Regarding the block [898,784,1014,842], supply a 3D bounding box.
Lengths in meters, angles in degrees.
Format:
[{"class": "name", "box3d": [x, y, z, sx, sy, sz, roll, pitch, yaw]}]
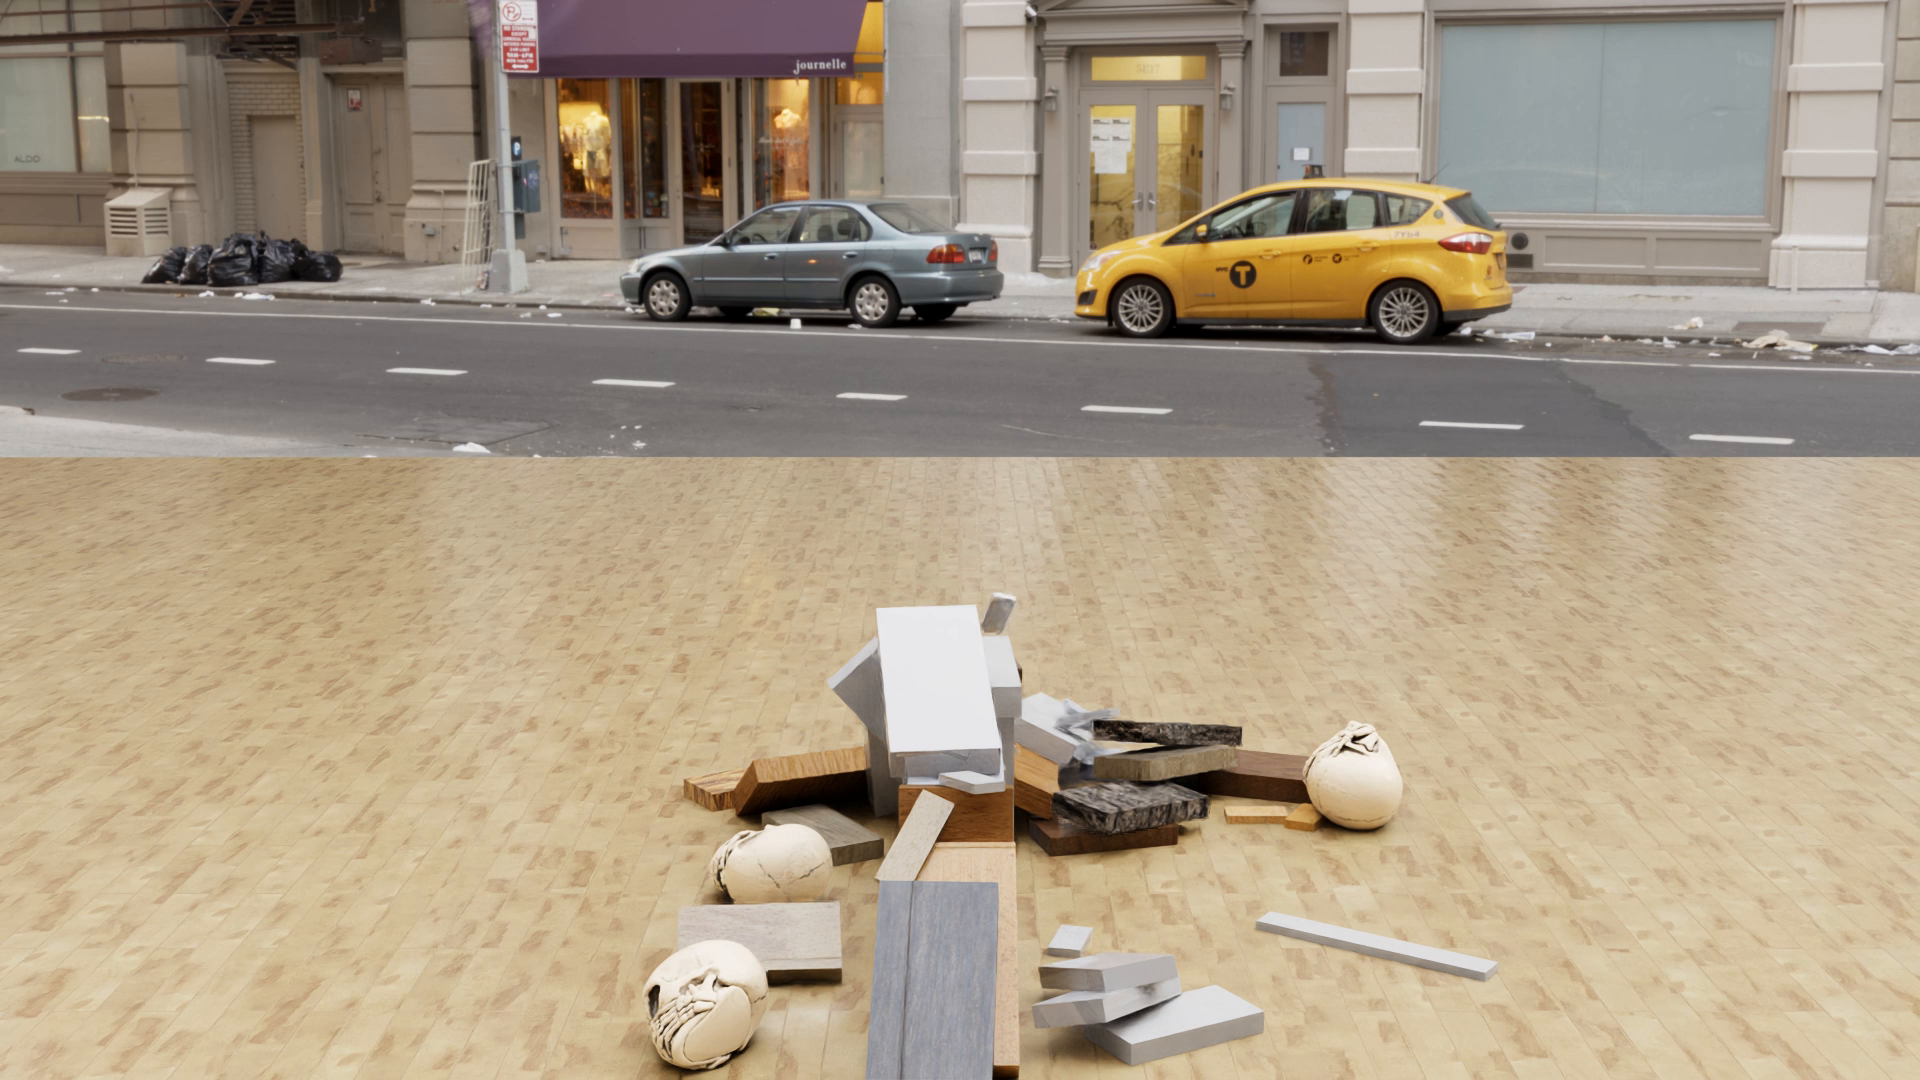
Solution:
[{"class": "block", "box3d": [-0.006, 0.518, 3.159, 0.163, 0.326, 0.046, 0, 0, 0]}]

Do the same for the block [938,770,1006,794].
[{"class": "block", "box3d": [0.017, 0.347, 3.146, 0.050, 0.014, 0.101, -2, 4, -30]}]

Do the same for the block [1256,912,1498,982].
[{"class": "block", "box3d": [0.643, 0.630, 3.416, 0.384, 0.015, 0.052, 7, 13, 35]}]

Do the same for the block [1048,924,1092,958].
[{"class": "block", "box3d": [0.173, 0.627, 3.432, 0.050, 0.014, 0.101, 3, 11, 14]}]

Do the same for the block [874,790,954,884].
[{"class": "block", "box3d": [-0.063, 0.425, 3.088, 0.050, 0.014, 0.152, 24, 59, 10]}]

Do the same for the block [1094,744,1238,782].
[{"class": "block", "box3d": [0.389, 0.418, 4.148, 0.134, 0.038, 0.268, -1, 1, 43]}]

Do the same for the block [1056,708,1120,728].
[{"class": "block", "box3d": [0.248, 0.344, 4.256, 0.113, 0.016, 0.056, -13, -12, 20]}]

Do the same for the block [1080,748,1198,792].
[{"class": "block", "box3d": [0.367, 0.451, 4.326, 0.238, 0.034, 0.119, 4, 11, 20]}]

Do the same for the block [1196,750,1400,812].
[{"class": "block", "box3d": [0.652, 0.461, 4.238, 0.357, 0.046, 0.164, 4, 11, 20]}]

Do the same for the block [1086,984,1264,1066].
[{"class": "block", "box3d": [0.302, 0.681, 3.092, 0.227, 0.032, 0.113, -6, 12, -30]}]

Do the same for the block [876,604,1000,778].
[{"class": "block", "box3d": [-0.038, 0.226, 3.386, 0.162, 0.046, 0.401, -2, 30, -5]}]

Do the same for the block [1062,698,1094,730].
[{"class": "block", "box3d": [0.256, 0.356, 4.372, 0.112, 0.016, 0.056, 32, 10, -12]}]

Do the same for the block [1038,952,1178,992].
[{"class": "block", "box3d": [0.210, 0.620, 3.155, 0.113, 0.032, 0.227, -7, -7, -22]}]

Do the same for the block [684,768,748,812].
[{"class": "block", "box3d": [-0.394, 0.470, 4.221, 0.242, 0.034, 0.121, -7, 13, -33]}]

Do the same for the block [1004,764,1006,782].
[{"class": "block", "box3d": [0.001, 0.492, 3.423, 0.140, 0.281, 0.040, 0, 6, -2]}]

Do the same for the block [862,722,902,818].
[{"class": "block", "box3d": [-0.090, 0.372, 3.984, 0.162, 0.323, 0.046, -14, 49, -11]}]

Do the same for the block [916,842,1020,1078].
[{"class": "block", "box3d": [-0.003, 0.574, 3.027, 0.163, 0.326, 0.046, 0, -34, 0]}]

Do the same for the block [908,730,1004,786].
[{"class": "block", "box3d": [-0.006, 0.347, 3.325, 0.140, 0.040, 0.281, 0, 11, 0]}]

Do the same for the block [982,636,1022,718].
[{"class": "block", "box3d": [0.003, 0.222, 3.604, 0.175, 0.049, 0.349, 0, 11, -2]}]

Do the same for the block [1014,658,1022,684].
[{"class": "block", "box3d": [0.036, 0.280, 4.893, 0.164, 0.046, 0.328, 0, 7, -6]}]

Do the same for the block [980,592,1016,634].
[{"class": "block", "box3d": [0.075, 0.147, 4.408, 0.046, 0.093, 0.013, 11, 36, -15]}]

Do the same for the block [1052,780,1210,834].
[{"class": "block", "box3d": [0.308, 0.476, 3.952, 0.268, 0.038, 0.134, -2, 13, -42]}]

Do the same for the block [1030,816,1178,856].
[{"class": "block", "box3d": [0.257, 0.522, 3.941, 0.238, 0.034, 0.119, -3, 11, -16]}]

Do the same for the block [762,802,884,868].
[{"class": "block", "box3d": [-0.247, 0.526, 3.922, 0.121, 0.034, 0.242, -6, 12, -30]}]

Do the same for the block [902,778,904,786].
[{"class": "block", "box3d": [-0.008, 0.403, 3.722, 0.175, 0.349, 0.049, 1, 11, 7]}]

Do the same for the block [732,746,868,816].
[{"class": "block", "box3d": [-0.247, 0.443, 4.092, 0.323, 0.046, 0.162, -5, -26, -24]}]

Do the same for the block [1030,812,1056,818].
[{"class": "block", "box3d": [0.158, 0.475, 4.250, 0.046, 0.013, 0.368, 0, 11, 1]}]

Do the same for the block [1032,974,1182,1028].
[{"class": "block", "box3d": [0.208, 0.646, 3.090, 0.113, 0.032, 0.227, -13, -7, 32]}]

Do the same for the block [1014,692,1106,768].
[{"class": "block", "box3d": [0.185, 0.374, 4.359, 0.163, 0.046, 0.327, 26, 8, 13]}]

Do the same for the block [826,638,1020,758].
[{"class": "block", "box3d": [-0.062, 0.309, 3.837, 0.163, 0.327, 0.046, -42, 20, -1]}]

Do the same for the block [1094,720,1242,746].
[{"class": "block", "box3d": [0.403, 0.374, 4.254, 0.268, 0.038, 0.134, 6, -5, -39]}]

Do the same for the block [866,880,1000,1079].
[{"class": "block", "box3d": [-0.034, 0.606, 2.924, 0.163, 0.046, 0.326, 1, 49, 3]}]

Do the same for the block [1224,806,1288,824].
[{"class": "block", "box3d": [0.547, 0.509, 4.063, 0.113, 0.016, 0.056, 0, 11, 1]}]

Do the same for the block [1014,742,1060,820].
[{"class": "block", "box3d": [0.104, 0.409, 4.231, 0.163, 0.046, 0.590, 24, 8, -1]}]

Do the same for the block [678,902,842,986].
[{"class": "block", "box3d": [-0.301, 0.608, 3.312, 0.242, 0.034, 0.121, -1, 44, -5]}]

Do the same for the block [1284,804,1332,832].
[{"class": "block", "box3d": [0.643, 0.511, 4.051, 0.056, 0.016, 0.113, 5, 12, 26]}]

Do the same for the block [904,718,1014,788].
[{"class": "block", "box3d": [-0.002, 0.442, 3.511, 0.175, 0.349, 0.049, 0, 11, 0]}]
